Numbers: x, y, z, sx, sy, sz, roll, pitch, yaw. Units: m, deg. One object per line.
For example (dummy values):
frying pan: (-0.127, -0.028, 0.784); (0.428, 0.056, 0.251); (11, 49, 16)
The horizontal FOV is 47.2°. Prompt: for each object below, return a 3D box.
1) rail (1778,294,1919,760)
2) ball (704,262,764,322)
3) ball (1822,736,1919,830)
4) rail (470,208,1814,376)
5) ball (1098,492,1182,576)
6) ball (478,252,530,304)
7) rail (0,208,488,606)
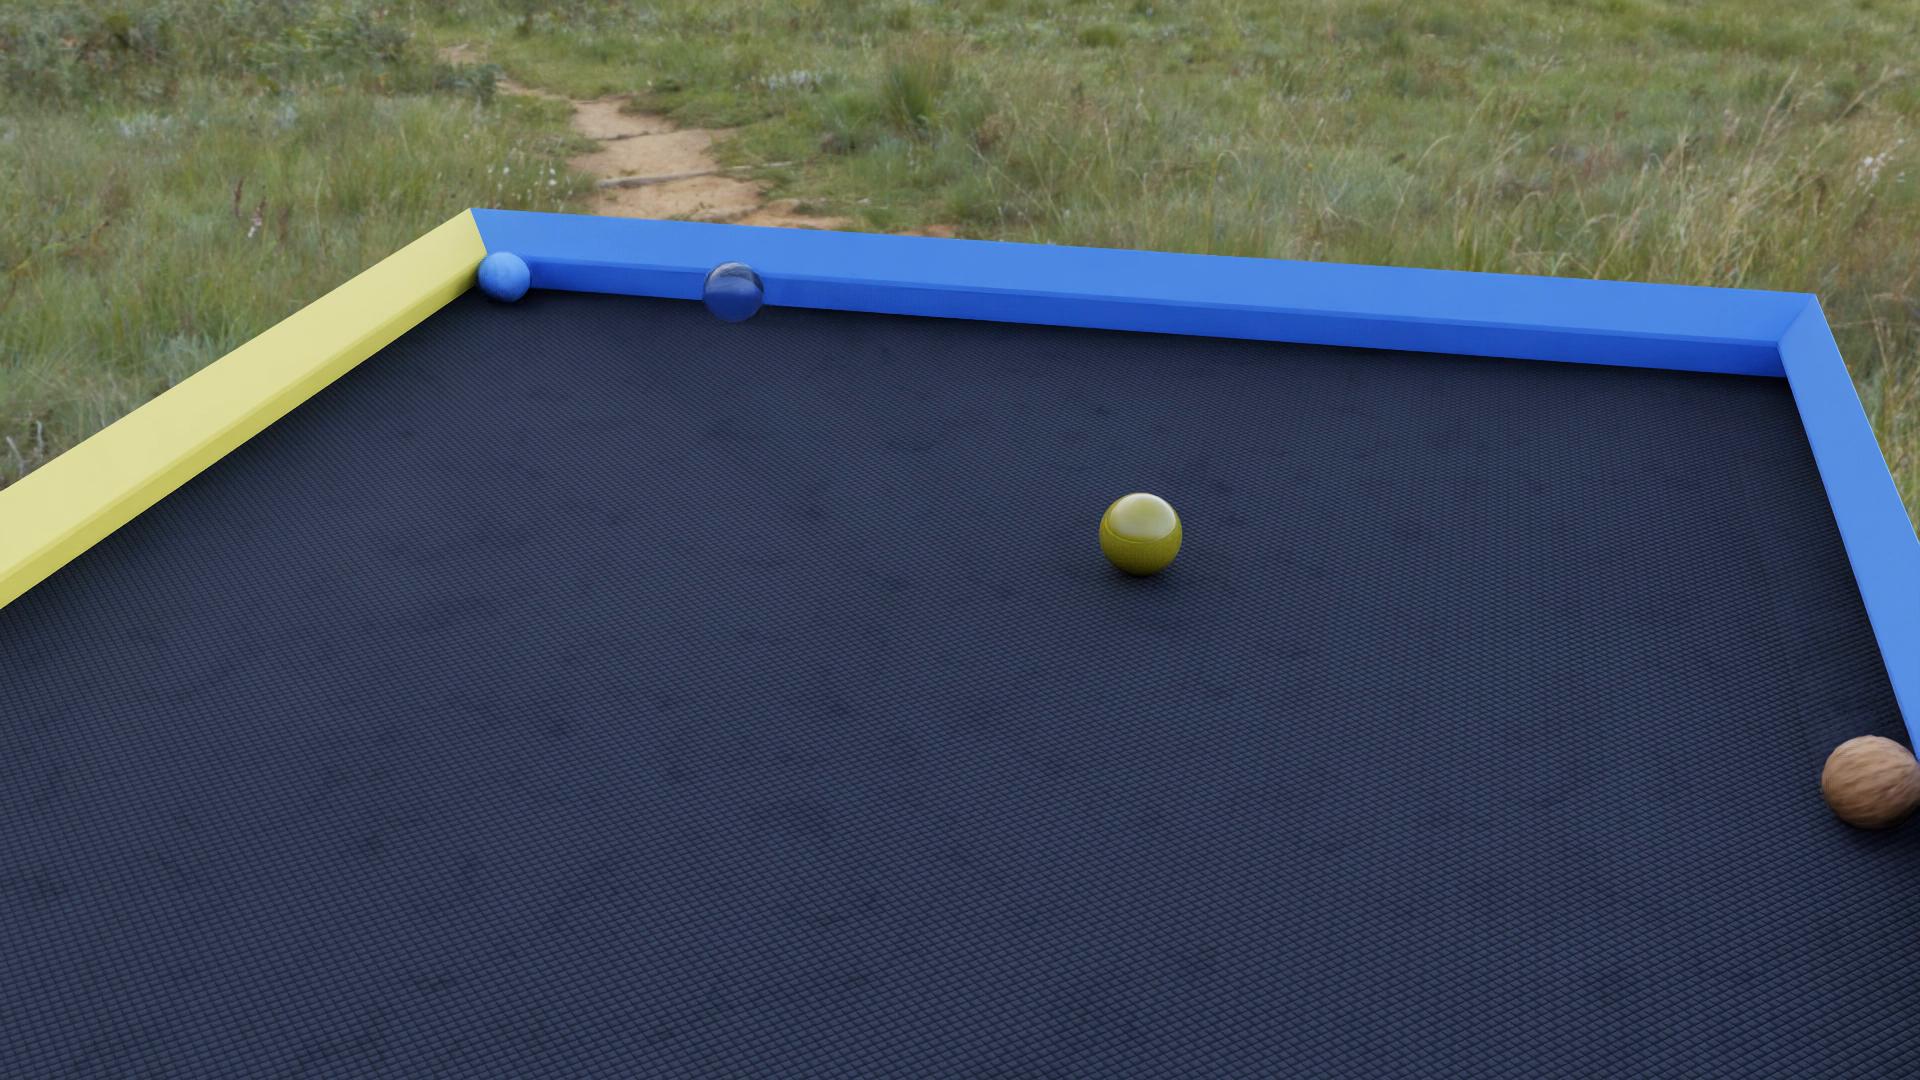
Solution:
rail: (0.730, 0.420, 1.401); (0.045, 0.119, 3.574); (5, 24, 12)
ball: (-0.332, -0.364, 3.228); (0.089, 0.089, 0.089); (0, 24, 0)
ball: (0.798, 0.212, 1.923); (0.082, 0.082, 0.082); (0, 24, 0)
rail: (0.196, -0.357, 3.171); (1.958, 0.119, 0.045); (5, 24, 12)
ball: (0.198, -0.006, 2.409); (0.092, 0.092, 0.092); (0, 24, 0)
ball: (-0.687, -0.395, 3.314); (0.077, 0.077, 0.077); (0, 24, 0)
rail: (-1.132, 0.247, 1.795); (0.045, 0.119, 3.574); (5, 24, 12)
